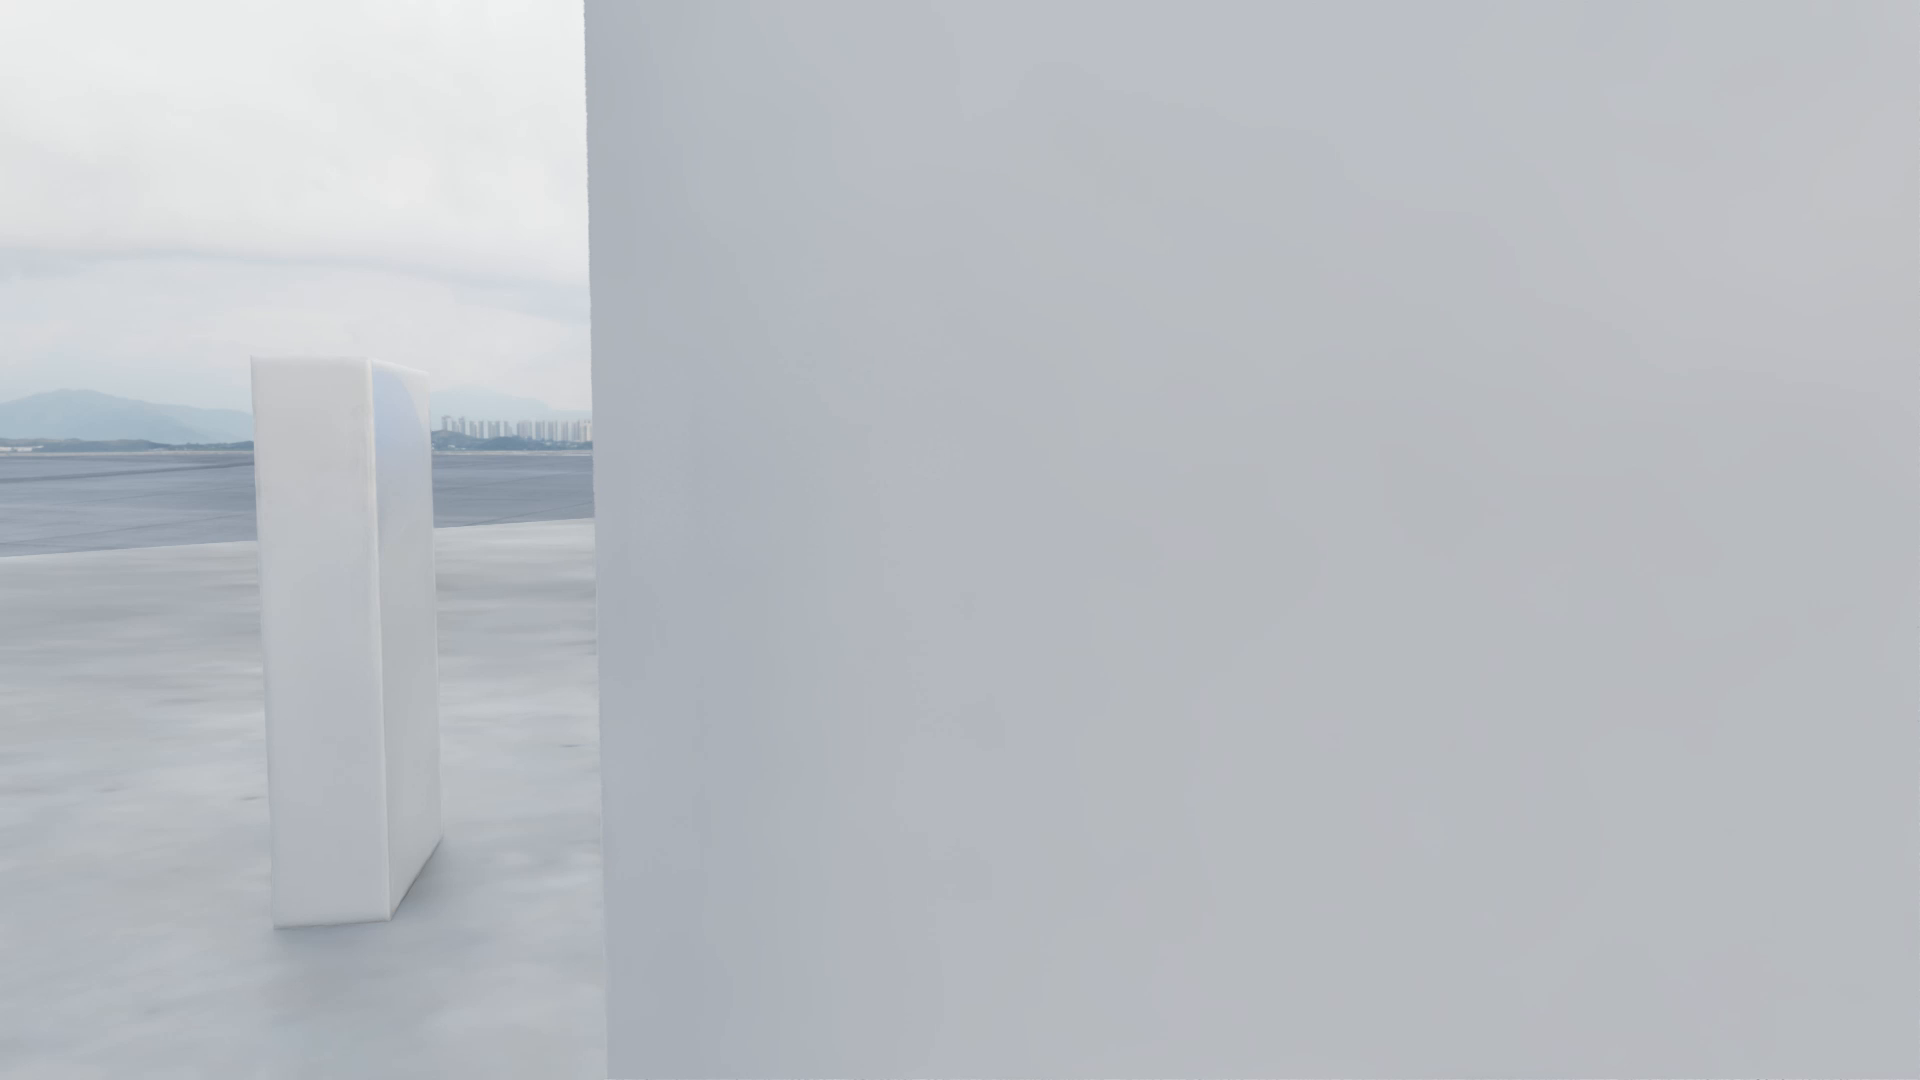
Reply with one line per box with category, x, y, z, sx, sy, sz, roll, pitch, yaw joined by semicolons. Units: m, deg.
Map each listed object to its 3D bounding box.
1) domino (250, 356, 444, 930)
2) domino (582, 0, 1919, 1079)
domino;-0.058;0.008;0.124;0.010;0.050;0.025;-1;4;-12
domino;0.013;0.017;0.006;0.025;0.050;0.009;1;4;12
